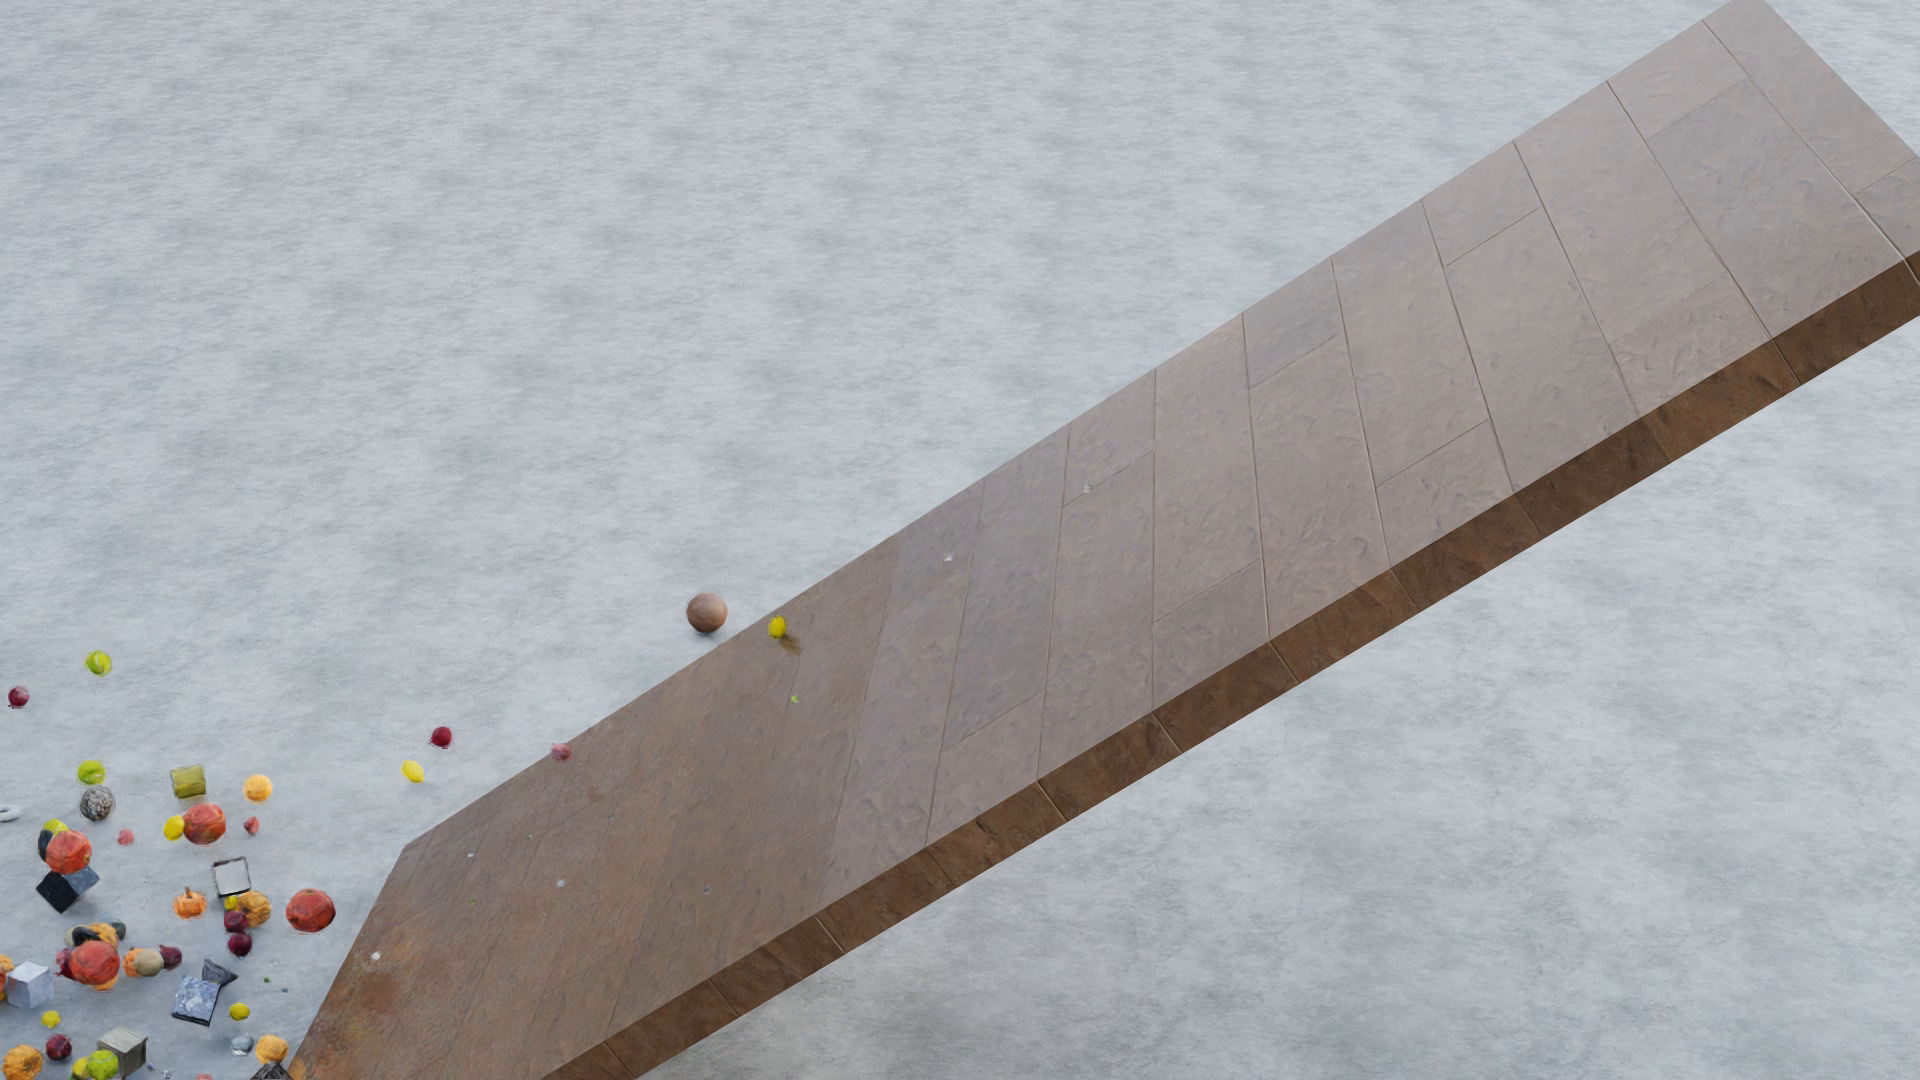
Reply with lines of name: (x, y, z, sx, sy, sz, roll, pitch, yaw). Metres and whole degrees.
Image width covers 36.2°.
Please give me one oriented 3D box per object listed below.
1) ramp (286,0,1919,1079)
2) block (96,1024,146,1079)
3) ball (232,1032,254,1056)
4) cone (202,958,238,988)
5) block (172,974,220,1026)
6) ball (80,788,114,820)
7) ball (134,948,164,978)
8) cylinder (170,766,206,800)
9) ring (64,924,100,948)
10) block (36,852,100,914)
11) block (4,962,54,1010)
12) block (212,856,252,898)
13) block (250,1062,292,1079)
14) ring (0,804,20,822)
ramp: (0.136, 0.174, 6.305, 4.000, 0.100, 2.000, -32, 16, 15)
block: (-1.951, 1.191, 6.844, 0.078, 0.078, 0.078, 22, 28, 18)
ball: (-1.687, 1.185, 6.915, 0.053, 0.053, 0.053, 0, 21, 0)
cone: (-1.823, 1.082, 7.156, 0.099, 0.099, 0.099, 27, -14, 7)
block: (-1.811, 1.093, 6.970, 0.089, 0.089, 0.089, 16, -22, -9)
ball: (-2.363, 0.723, 8.049, 0.091, 0.091, 0.091, 0, 21, 0)
ball: (-1.941, 1.012, 7.037, 0.068, 0.068, 0.068, 0, 21, 0)
cylinder: (-2.145, 0.674, 8.177, 0.081, 0.081, 0.081, -11, 24, -22)
ring: (-2.214, 0.999, 7.423, 0.090, 0.030, 0.090, 1, 20, 0)
block: (-2.297, 0.884, 7.573, 0.095, 0.095, 0.095, 46, 27, -2)
block: (-2.262, 1.083, 7.146, 0.076, 0.076, 0.076, 10, 24, 25)
block: (-1.887, 0.875, 7.629, 0.082, 0.082, 0.082, -11, 5, -11)
block: (-1.536, 1.213, 6.571, 0.065, 0.065, 0.065, -44, 17, -26)
ring: (-2.620, 0.749, 8.068, 0.083, 0.028, 0.083, 1, 20, 0)
